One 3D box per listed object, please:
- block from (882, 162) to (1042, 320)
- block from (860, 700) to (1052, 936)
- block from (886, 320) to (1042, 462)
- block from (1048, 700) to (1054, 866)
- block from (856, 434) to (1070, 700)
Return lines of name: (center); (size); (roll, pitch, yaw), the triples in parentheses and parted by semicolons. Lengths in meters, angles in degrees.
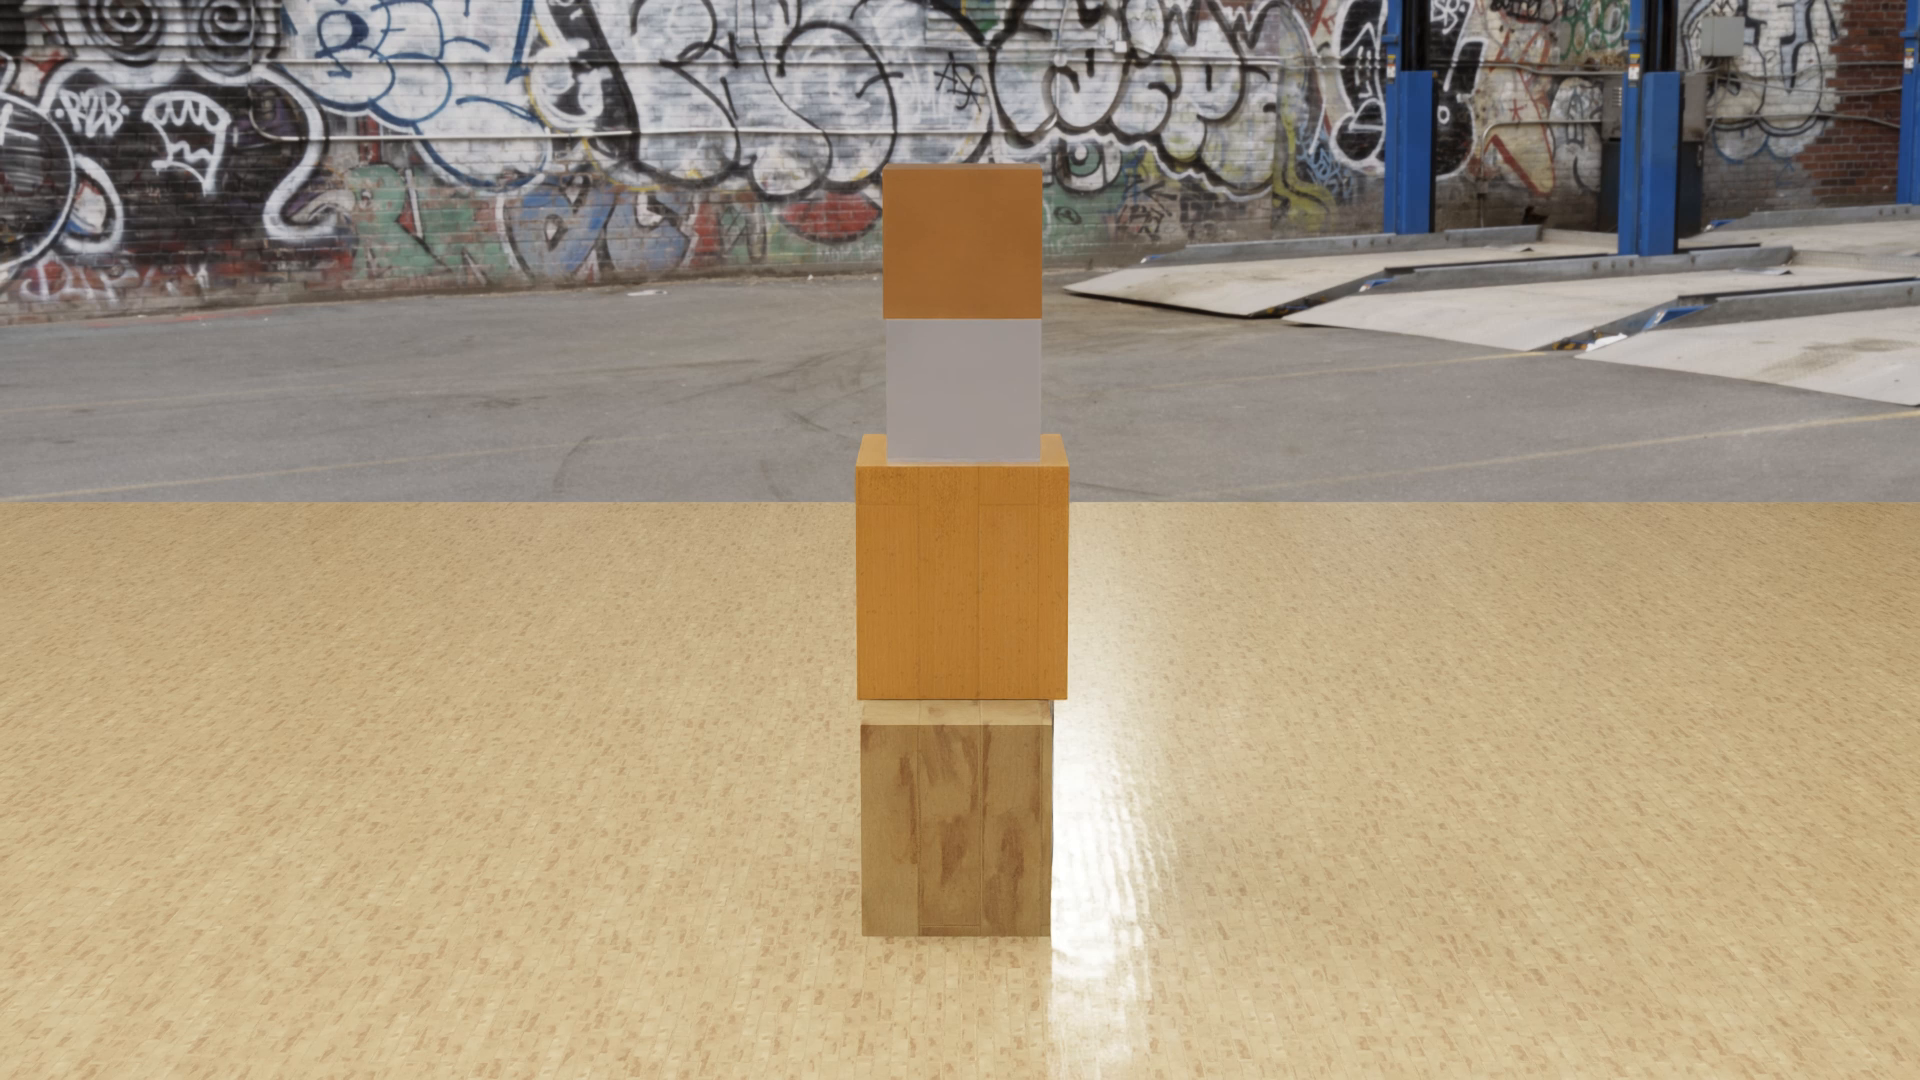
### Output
block: (0.010, -1.281, 10.930); (0.660, 0.617, 0.638); (0, 11, 0)
block: (-0.016, 1.108, 10.960); (0.778, 0.898, 0.943); (0, 10, 0)
block: (0.016, -0.685, 11.045); (0.645, 0.598, 0.711); (0, 11, 0)
block: (0.014, 0.947, 11.837); (0.809, 0.902, 0.820); (0, 10, 0)
block: (0.010, 0.099, 11.194); (0.888, 0.998, 0.930); (0, 11, 0)
